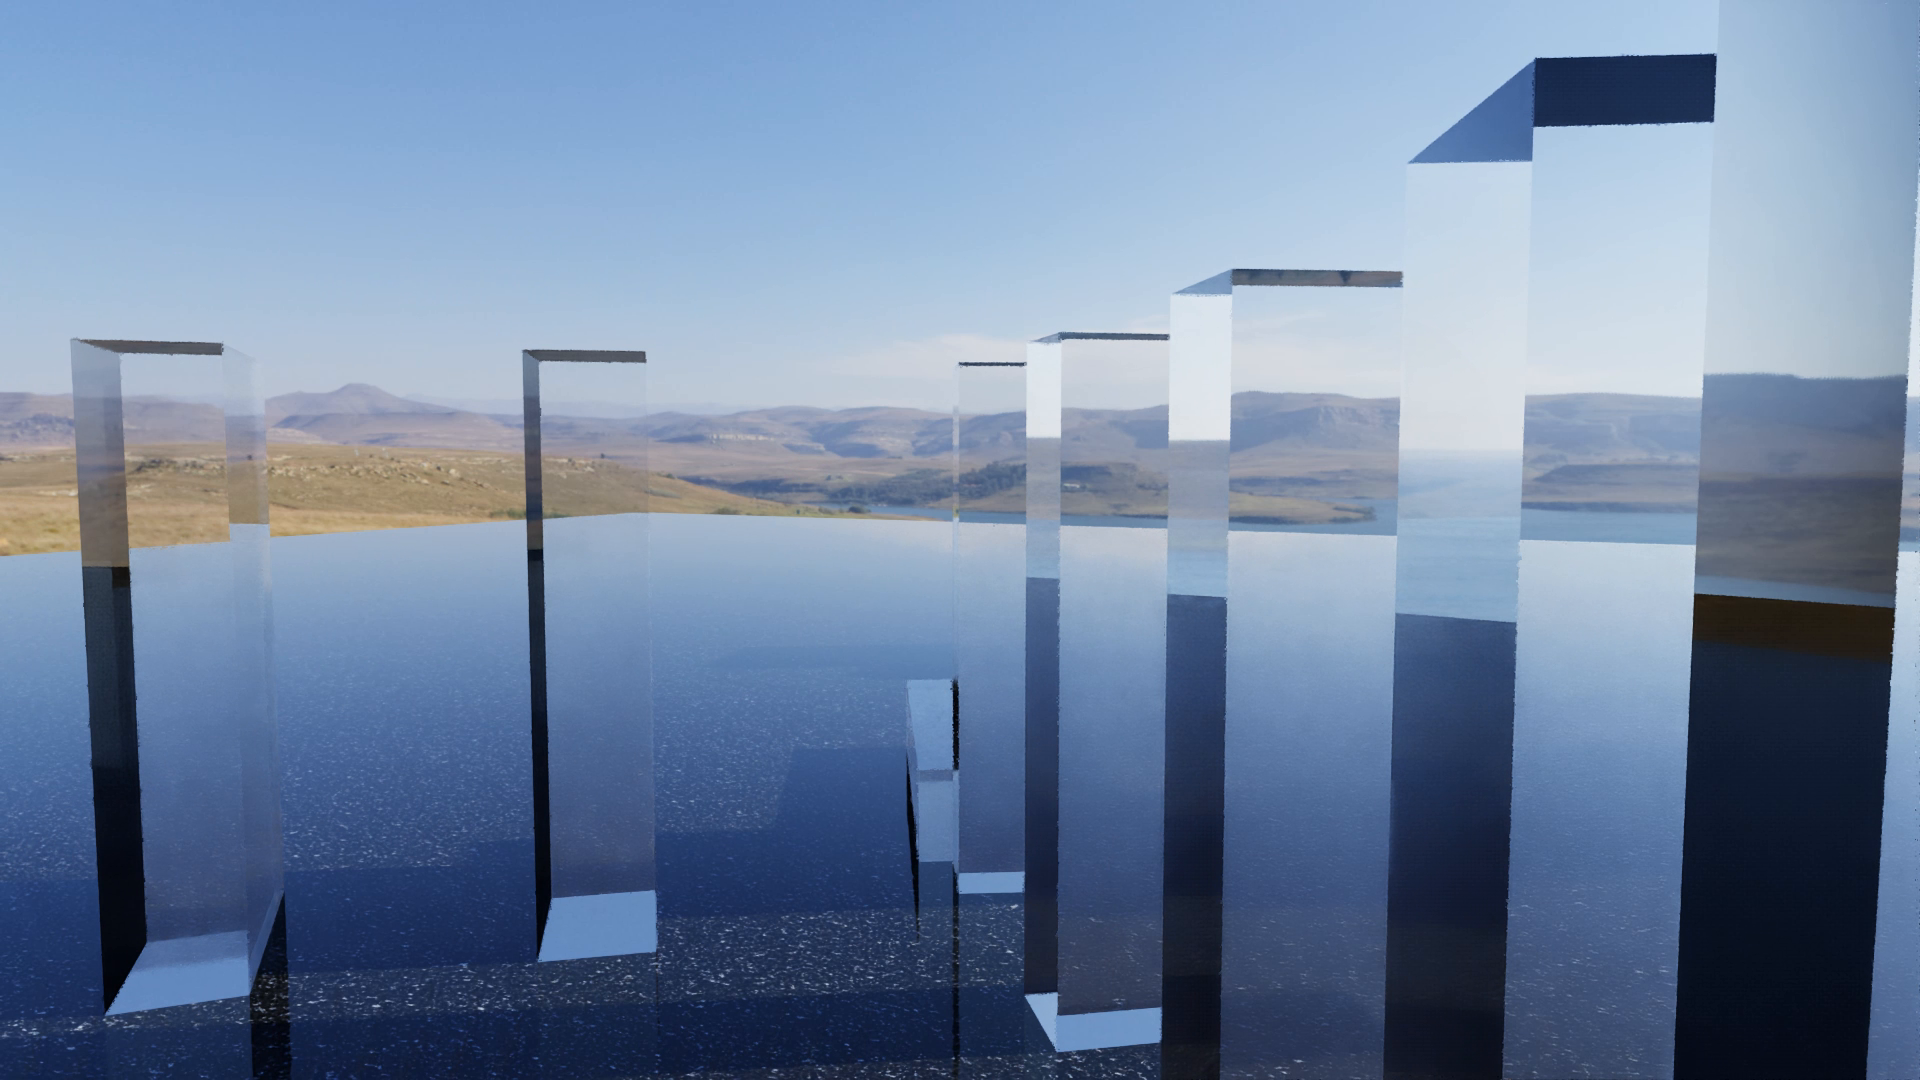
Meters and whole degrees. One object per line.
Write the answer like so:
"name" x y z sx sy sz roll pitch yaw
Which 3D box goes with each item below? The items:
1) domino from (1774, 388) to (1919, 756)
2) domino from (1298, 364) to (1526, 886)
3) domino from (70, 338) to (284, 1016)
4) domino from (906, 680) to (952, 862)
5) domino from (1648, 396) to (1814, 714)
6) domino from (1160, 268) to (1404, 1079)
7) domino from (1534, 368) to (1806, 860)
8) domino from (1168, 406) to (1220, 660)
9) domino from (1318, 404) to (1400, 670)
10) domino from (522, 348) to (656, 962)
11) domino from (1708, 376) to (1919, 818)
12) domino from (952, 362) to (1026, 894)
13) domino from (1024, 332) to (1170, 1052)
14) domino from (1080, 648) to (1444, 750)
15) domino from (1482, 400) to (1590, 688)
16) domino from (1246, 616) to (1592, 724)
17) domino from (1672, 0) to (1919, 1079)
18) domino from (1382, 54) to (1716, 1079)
"domino" 0.130 0.004 0.179 0.025 0.050 0.010 2 5 20
"domino" 0.046 0.007 0.135 0.010 0.050 0.025 -1 4 -13
"domino" -0.064 0.010 0.107 0.009 0.050 0.025 -2 5 -22
"domino" 0.007 0.026 0.156 0.025 0.010 0.050 0 4 -4
"domino" 0.126 0.002 0.210 0.025 0.050 0.010 -2 5 -26
"domino" 0.024 0.013 0.063 0.025 0.050 0.010 -1 4 -7
"domino" 0.078 0.007 0.143 0.010 0.050 0.025 -1 5 -18
"domino" 0.048 -0.002 0.264 0.010 0.050 0.025 1 4 11
"domino" 0.079 -0.001 0.254 0.009 0.050 0.025 2 5 28
"domino" -0.033 0.009 0.117 0.010 0.050 0.025 -1 4 -13
"domino" 0.108 0.006 0.156 0.010 0.050 0.025 -3 5 -30
"domino" 0.012 0.008 0.125 0.025 0.050 0.010 0 4 -4
"domino" 0.018 0.010 0.095 0.025 0.050 0.010 -1 4 -11
"domino" 0.044 0.023 0.194 0.050 0.010 0.025 0 4 6
"domino" 0.106 0.000 0.235 0.010 0.050 0.025 4 6 41
"domino" 0.078 0.021 0.221 0.050 0.009 0.025 4 6 42
"domino" 0.014 0.018 0.000 0.025 0.050 0.010 4 6 40
"domino" 0.024 0.015 0.031 0.025 0.050 0.010 0 4 5
